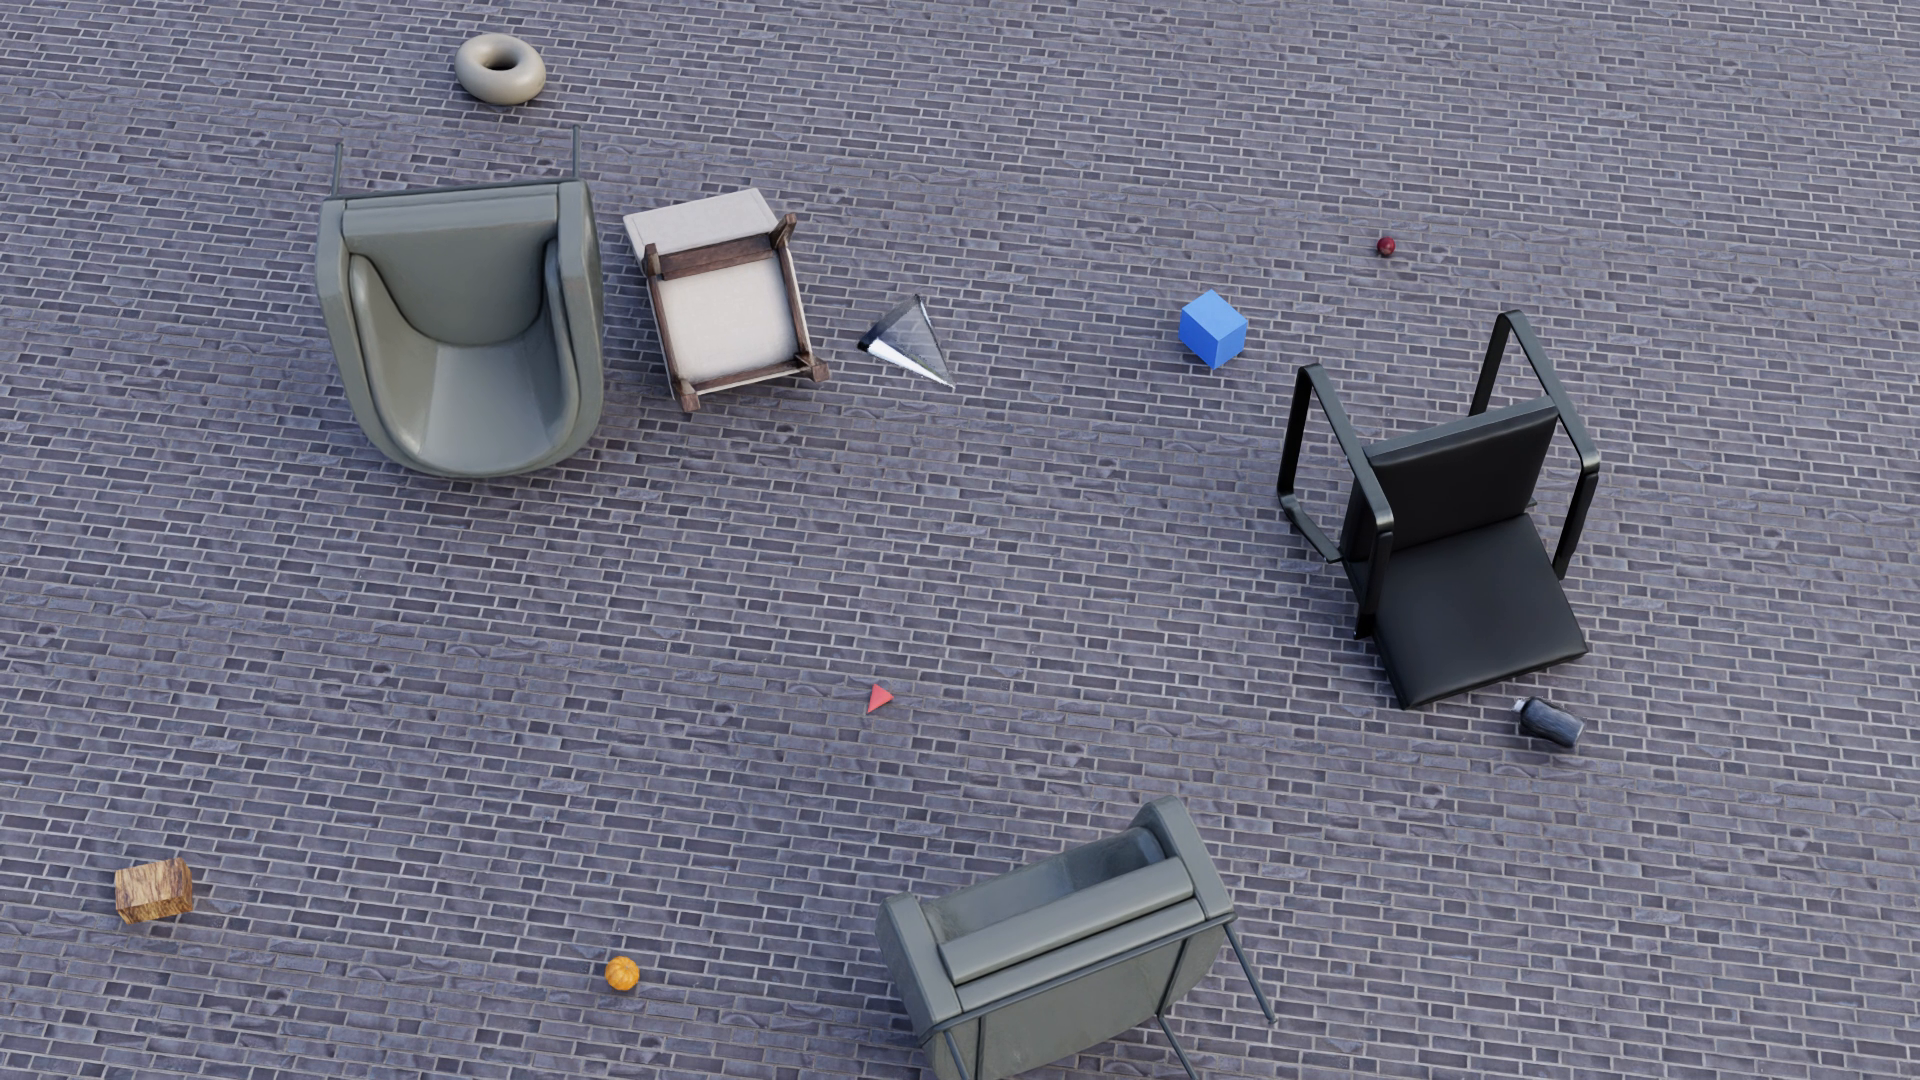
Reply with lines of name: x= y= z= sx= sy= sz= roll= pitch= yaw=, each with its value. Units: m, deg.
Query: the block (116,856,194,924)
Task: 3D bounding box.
block: x=-2.156 y=0.939 z=5.886 sx=0.173 sy=0.096 sz=0.116 roll=-11 pitch=57 yaw=-7

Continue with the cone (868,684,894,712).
cone: x=-0.240 y=0.461 z=6.251 sx=0.075 sy=0.047 sz=0.081 roll=31 pitch=78 yaw=25

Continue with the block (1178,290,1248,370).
block: x=0.796 y=-0.663 z=6.931 sx=0.126 sy=0.146 sz=0.168 roll=-34 pitch=62 yaw=-21

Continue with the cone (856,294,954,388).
cone: x=-0.121 y=-0.583 z=6.925 sx=0.274 sy=0.134 sz=0.308 roll=-41 pitch=77 yaw=-19

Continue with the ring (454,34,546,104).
ring: x=-1.586 y=-1.624 z=7.584 sx=0.330 sy=0.133 sz=0.262 roll=21 pitch=57 yaw=12
